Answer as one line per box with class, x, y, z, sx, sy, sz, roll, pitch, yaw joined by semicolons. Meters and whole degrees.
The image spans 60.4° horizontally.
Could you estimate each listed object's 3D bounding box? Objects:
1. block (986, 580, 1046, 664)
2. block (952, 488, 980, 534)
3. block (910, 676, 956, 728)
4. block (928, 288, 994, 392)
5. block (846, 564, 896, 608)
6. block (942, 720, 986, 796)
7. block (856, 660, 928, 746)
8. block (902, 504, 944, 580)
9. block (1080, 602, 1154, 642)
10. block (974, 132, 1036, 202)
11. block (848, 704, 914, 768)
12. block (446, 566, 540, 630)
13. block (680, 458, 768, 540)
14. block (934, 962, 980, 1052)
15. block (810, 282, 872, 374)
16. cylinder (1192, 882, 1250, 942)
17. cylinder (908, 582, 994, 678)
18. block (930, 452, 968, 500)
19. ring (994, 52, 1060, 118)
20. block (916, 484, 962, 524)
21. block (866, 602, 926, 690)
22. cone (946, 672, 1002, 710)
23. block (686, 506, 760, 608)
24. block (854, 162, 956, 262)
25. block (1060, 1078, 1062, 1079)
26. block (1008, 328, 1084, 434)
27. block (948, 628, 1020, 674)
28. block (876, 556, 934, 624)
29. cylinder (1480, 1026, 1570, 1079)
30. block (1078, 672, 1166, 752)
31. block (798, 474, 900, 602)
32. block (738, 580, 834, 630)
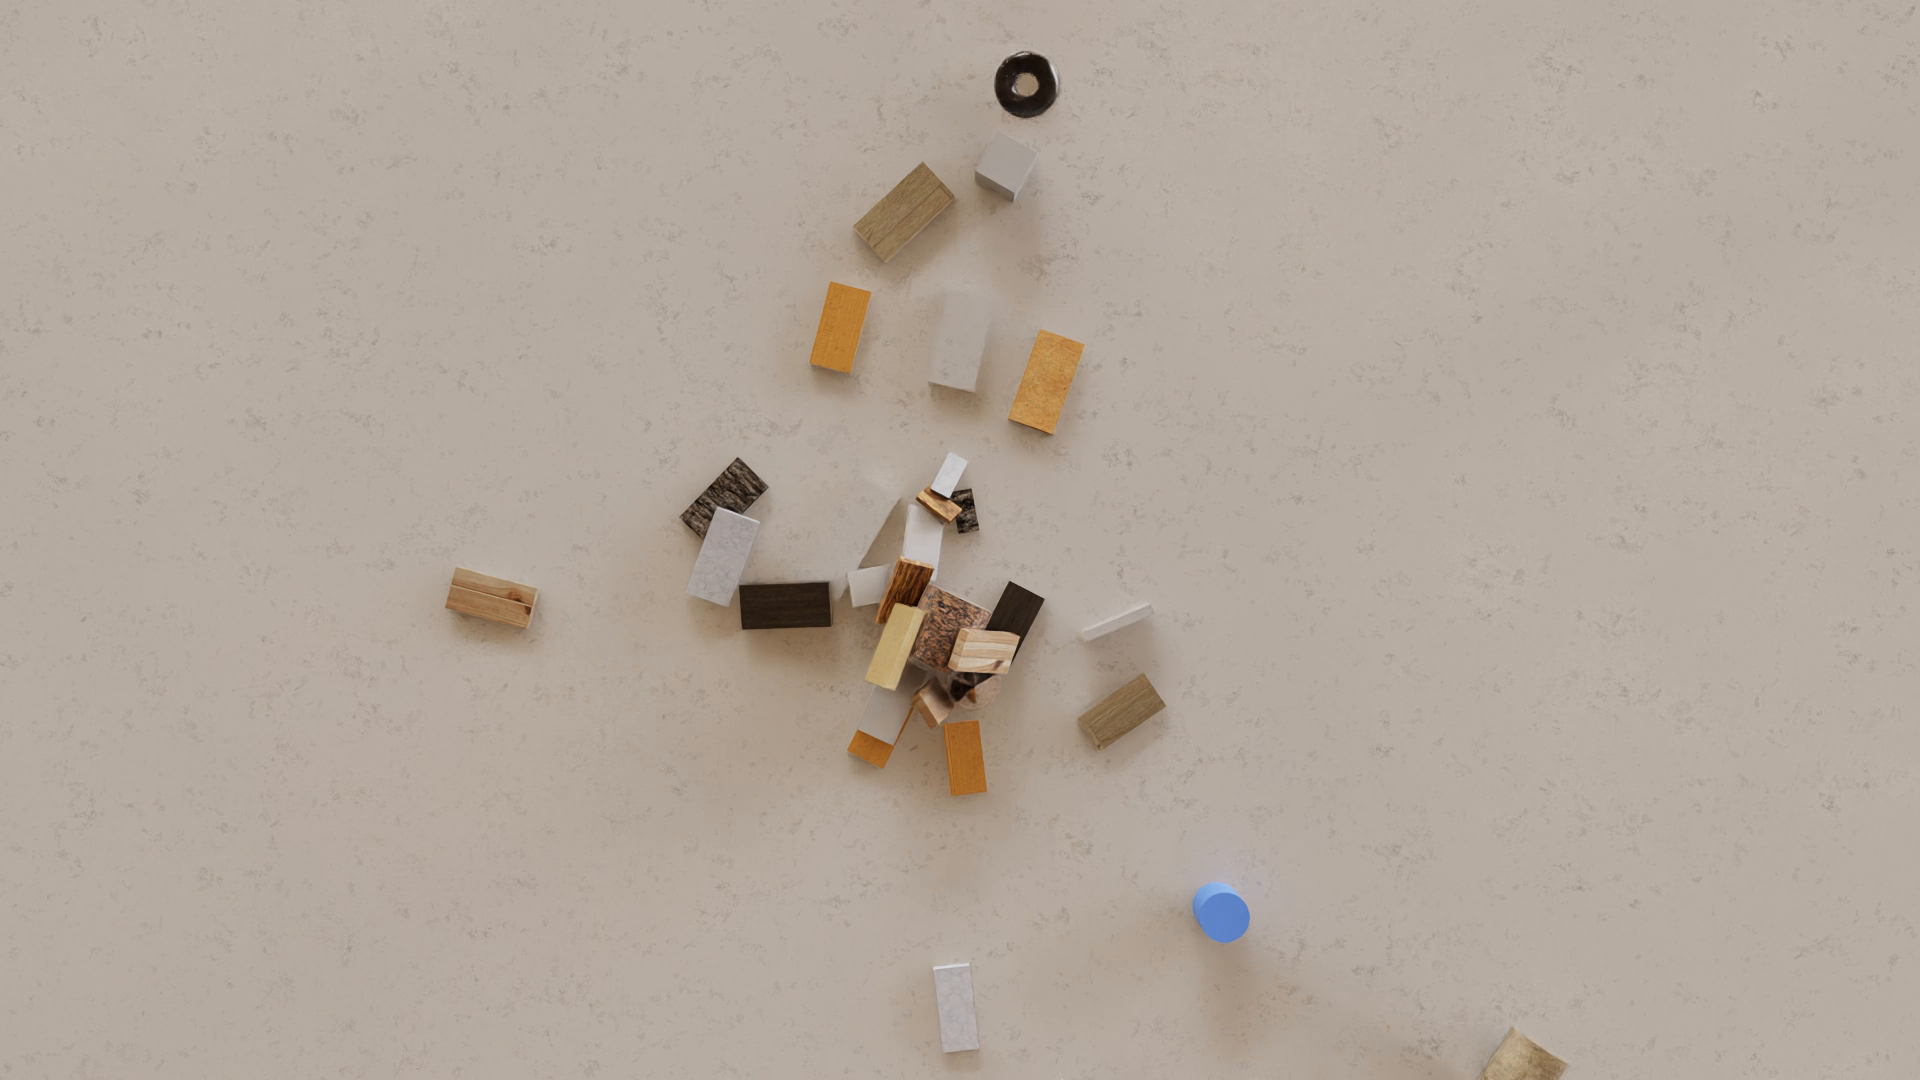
block;0.162;0.283;5.481;0.133;0.038;0.266;27;90;0
block;0.017;-0.096;5.490;0.071;0.020;0.141;-11;90;0
block;-0.086;0.529;5.381;0.034;0.239;0.119;-32;90;16
block;0.002;-0.661;5.478;0.157;0.045;0.315;12;90;0
block;-0.250;0.143;5.459;0.236;0.033;0.118;-11;90;-12
block;0.016;0.723;5.483;0.119;0.034;0.239;-7;90;0
block;-0.224;0.526;5.442;0.135;0.038;0.271;25;90;0
block;-0.125;0.009;5.458;0.118;0.033;0.236;9;85;-15
block;0.518;0.270;5.440;0.240;0.120;0.034;-23;91;0
block;0.150;-1.227;5.426;0.148;0.148;0.148;30;90;0
block;-0.253;0.606;5.481;0.135;0.038;0.271;27;90;0
block;-1.553;0.192;5.480;0.278;0.039;0.139;15;90;0
block;-0.783;-0.127;5.480;0.139;0.039;0.278;44;90;0
block;-0.012;1.555;5.483;0.120;0.034;0.277;-7;90;0
block;-0.397;-0.705;5.480;0.139;0.039;0.278;15;90;0
cylinder;0.857;1.222;5.419;0.163;0.163;0.163;0;90;0
cylinder;-0.048;0.295;5.383;0.235;0.235;0.235;25;90;0
block;-0.036;-0.214;5.475;0.071;0.020;0.141;27;77;0
ring;0.221;-1.509;5.463;0.219;0.073;0.219;0;94;-2
block;-0.070;-0.117;5.458;0.141;0.020;0.071;37;51;10
block;-0.209;0.342;5.326;0.038;0.135;0.271;25;83;-32
cone;0.047;0.476;5.409;0.182;0.182;0.182;0;90;0
block;-0.785;0.056;5.451;0.150;0.042;0.300;21;95;-12
block;-0.185;-1.088;5.478;0.315;0.045;0.158;-43;90;0
block;0.341;1.928;5.483;0.119;0.034;0.238;-27;90;0
block;0.286;-0.525;5.478;0.158;0.045;0.315;20;90;0
block;0.079;0.361;5.342;0.038;0.266;0.133;25;101;39
block;-0.183;0.177;5.424;0.118;0.033;0.236;14;111;-21
cylinder;1.845;1.738;5.397;0.206;0.206;0.206;32;90;0
block;0.537;0.571;5.481;0.265;0.038;0.133;-34;90;0
block;-0.368;-0.006;5.479;0.150;0.042;0.408;31;90;0
block;-0.575;0.214;5.453;0.300;0.042;0.150;-2;99;6
